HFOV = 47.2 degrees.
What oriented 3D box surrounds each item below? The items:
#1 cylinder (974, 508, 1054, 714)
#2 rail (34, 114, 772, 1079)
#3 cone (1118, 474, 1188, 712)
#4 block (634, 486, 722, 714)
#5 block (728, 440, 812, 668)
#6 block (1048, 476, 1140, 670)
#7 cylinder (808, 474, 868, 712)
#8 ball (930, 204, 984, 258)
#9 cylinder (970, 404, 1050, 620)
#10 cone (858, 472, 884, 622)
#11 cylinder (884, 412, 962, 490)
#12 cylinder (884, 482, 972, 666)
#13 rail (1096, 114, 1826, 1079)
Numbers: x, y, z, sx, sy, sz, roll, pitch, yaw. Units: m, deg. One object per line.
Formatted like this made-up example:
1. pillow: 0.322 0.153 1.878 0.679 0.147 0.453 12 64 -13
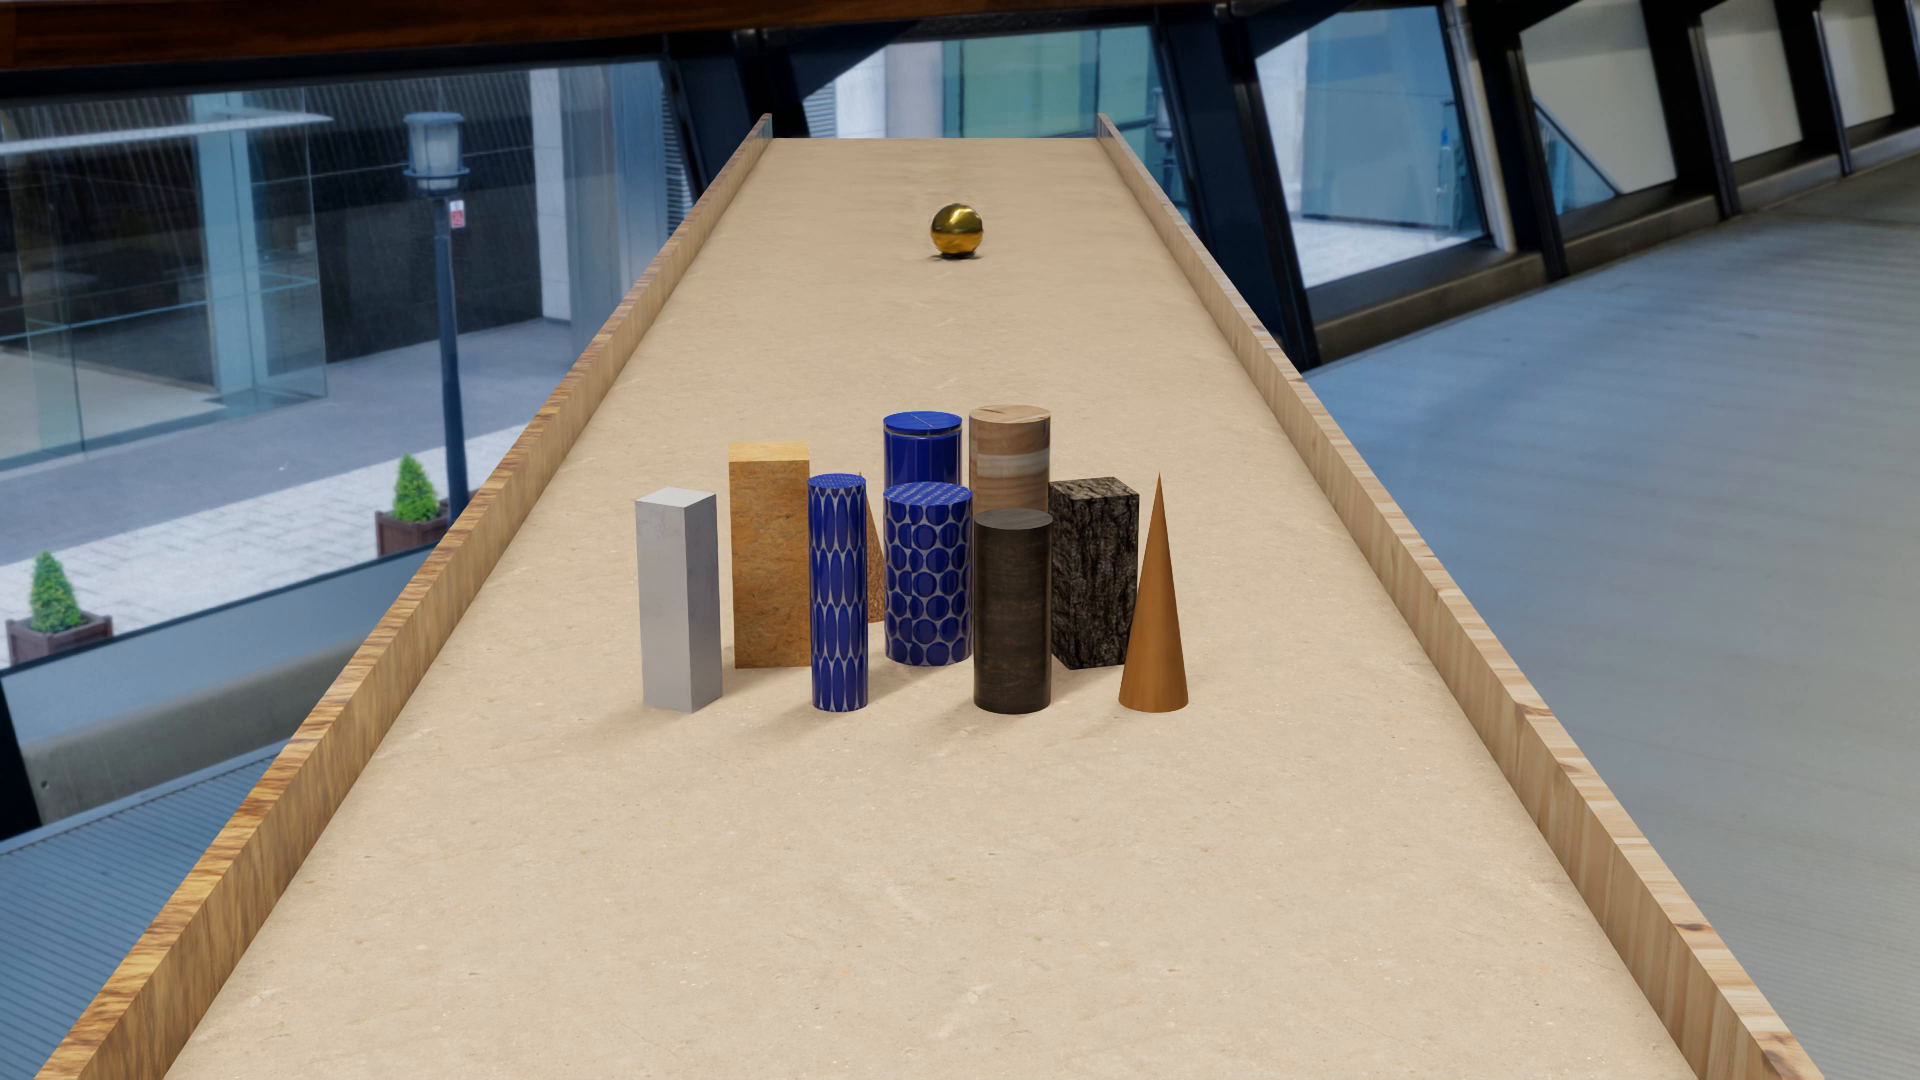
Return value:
1. cylinder: 0.100 0.133 4.145 0.148 0.362 0.148 0 17 0
2. rail: -1.118 -0.838 7.780 0.050 0.150 12.000 0 17 -1
3. cone: 0.369 0.088 4.134 0.134 0.454 0.134 0 17 0
4. block: -0.528 0.113 4.139 0.108 0.403 0.108 8 18 25
5. block: -0.377 0.028 4.388 0.156 0.424 0.156 -2 17 -5
6. block: 0.263 0.065 4.392 0.140 0.351 0.140 -5 17 -16
7. cylinder: -0.228 0.100 4.126 0.108 0.436 0.108 0 17 0
8. ball: -0.012 -1.290 9.177 0.222 0.222 0.222 0 17 0
9. cylinder: 0.104 -0.052 4.632 0.171 0.439 0.171 0 17 0
10. cone: -0.210 0.003 4.664 0.153 0.315 0.153 0 17 0
11. cylinder: -0.081 -0.086 4.868 0.174 0.369 0.174 0 17 0
12. cylinder: -0.064 0.067 4.417 0.179 0.333 0.179 0 17 0
13. rail: 0.932 -0.844 7.801 0.050 0.150 12.000 0 17 -1
